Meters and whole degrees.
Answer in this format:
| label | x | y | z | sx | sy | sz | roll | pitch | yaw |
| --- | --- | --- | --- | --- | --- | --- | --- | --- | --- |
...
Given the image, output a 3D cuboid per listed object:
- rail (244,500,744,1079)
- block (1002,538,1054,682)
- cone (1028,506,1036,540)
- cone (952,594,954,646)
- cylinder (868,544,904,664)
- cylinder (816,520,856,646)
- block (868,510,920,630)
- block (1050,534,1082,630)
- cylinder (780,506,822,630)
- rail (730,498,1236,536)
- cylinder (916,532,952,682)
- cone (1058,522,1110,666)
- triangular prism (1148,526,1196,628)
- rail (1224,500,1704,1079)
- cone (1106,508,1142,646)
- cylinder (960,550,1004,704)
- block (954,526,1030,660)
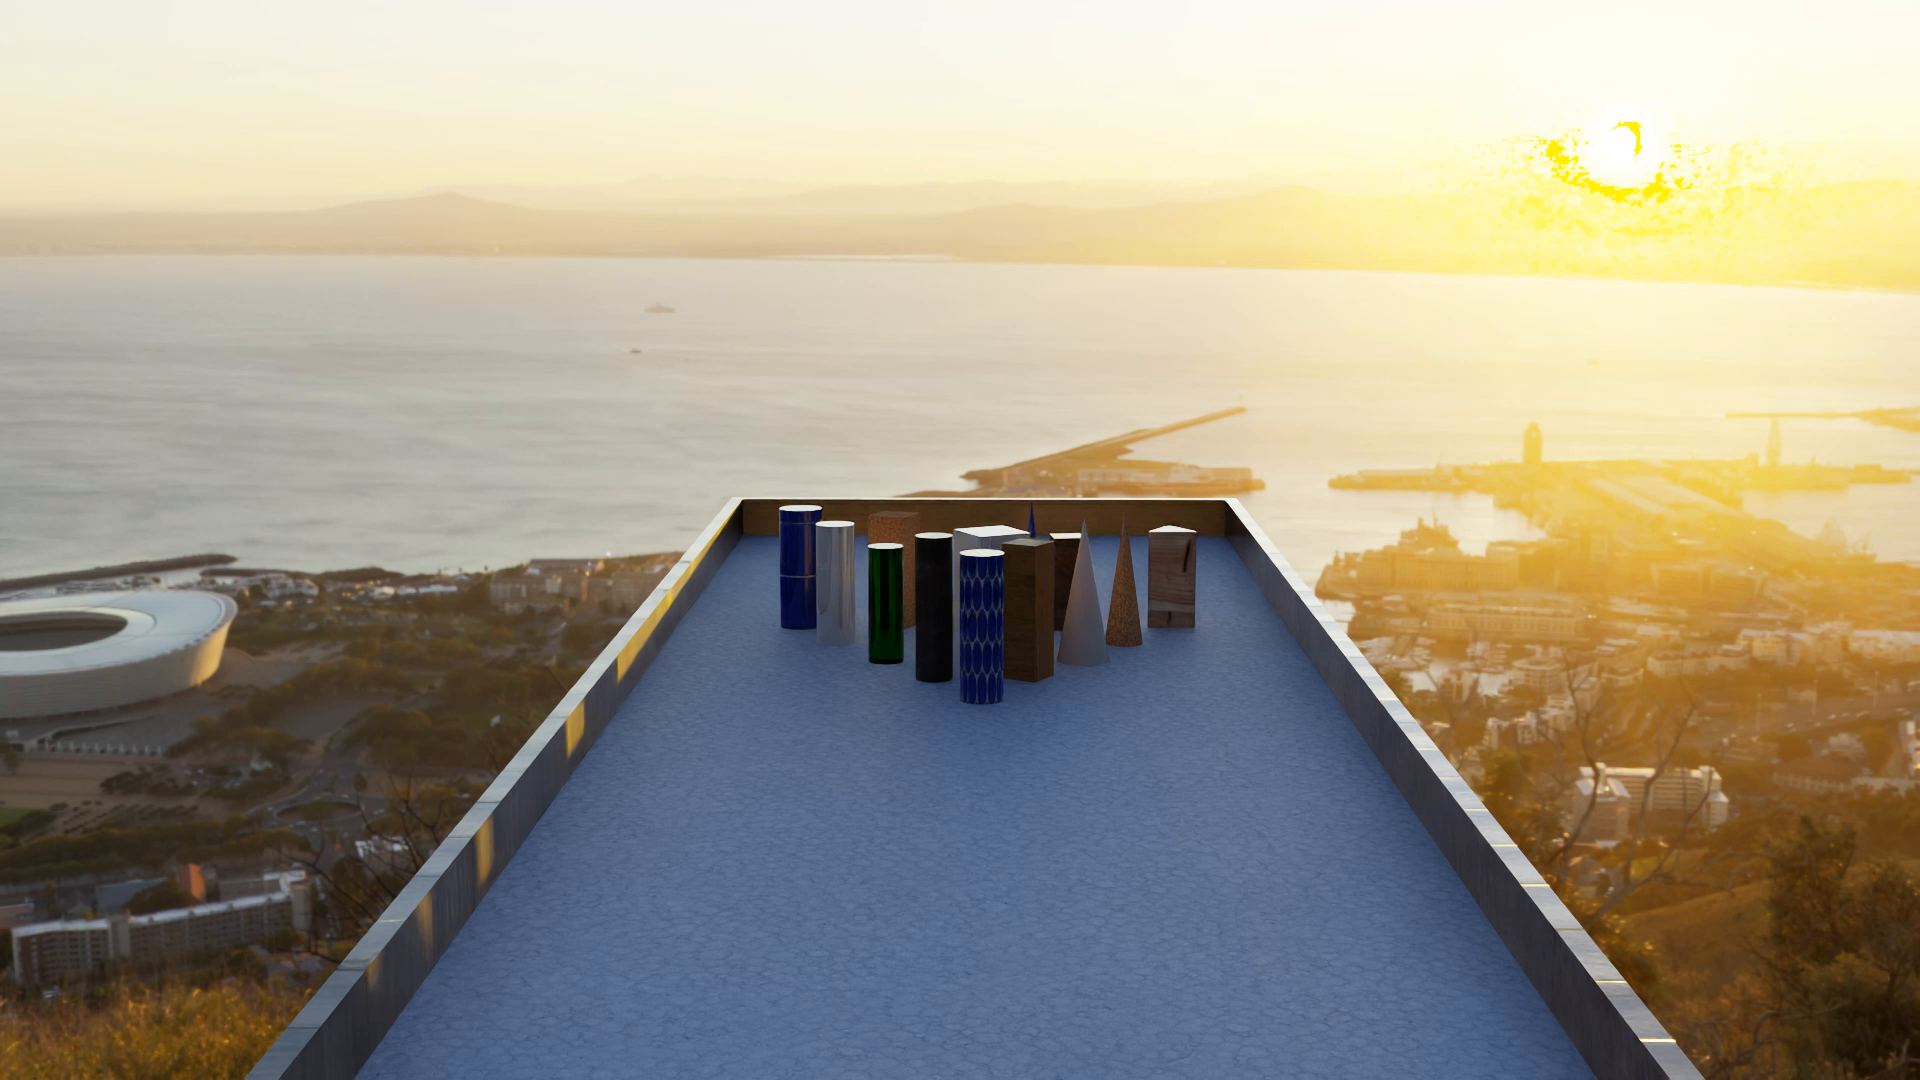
| label | x | y | z | sx | sy | sz | roll | pitch | yaw |
| --- | --- | --- | --- | --- | --- | --- | --- | --- | --- |
| rail | -1.004 | 0.839 | 3.234 | 0.050 | 0.150 | 12.000 | 0 | 9 | 1 |
| block | 0.199 | 0.205 | 6.437 | 0.112 | 0.401 | 0.112 | 5 | 11 | 31 |
| cone | 0.225 | 0.100 | 6.924 | 0.113 | 0.456 | 0.113 | 0 | 9 | 0 |
| cone | -0.050 | 0.168 | 6.929 | 0.113 | 0.319 | 0.113 | 0 | 9 | 0 |
| cylinder | -0.225 | 0.193 | 6.663 | 0.107 | 0.354 | 0.107 | 0 | 9 | 0 |
| cylinder | -0.394 | 0.135 | 6.949 | 0.123 | 0.378 | 0.123 | 0 | 9 | 0 |
| block | -0.214 | 0.097 | 7.223 | 0.128 | 0.368 | 0.128 | 4 | 10 | 22 |
| block | 0.349 | 0.137 | 7.177 | 0.100 | 0.304 | 0.100 | -1 | 9 | -7 |
| cylinder | -0.520 | 0.089 | 7.198 | 0.139 | 0.391 | 0.139 | 0 | 9 | 0 |
| rail | 0.099 | -0.098 | 9.147 | 2.100 | 0.150 | 0.050 | 0 | 9 | 1 |
| cylinder | -0.076 | 0.196 | 6.415 | 0.109 | 0.424 | 0.109 | 0 | 9 | 0 |
| cone | 0.375 | 0.150 | 6.663 | 0.160 | 0.438 | 0.160 | 0 | 9 | 0 |
| triangular prism | 0.692 | 0.119 | 7.240 | 0.153 | 0.318 | 0.132 | 0 | 9 | 0 |
| rail | 1.046 | 0.843 | 3.208 | 0.050 | 0.150 | 12.000 | 0 | 9 | 1 |
| cone | 0.517 | 0.112 | 6.921 | 0.121 | 0.432 | 0.121 | 0 | 9 | 0 |
| cylinder | 0.061 | 0.242 | 6.148 | 0.123 | 0.418 | 0.123 | 0 | 9 | 0 |
| block | 0.096 | 0.169 | 6.674 | 0.170 | 0.397 | 0.170 | -5 | 10 | -27 |
